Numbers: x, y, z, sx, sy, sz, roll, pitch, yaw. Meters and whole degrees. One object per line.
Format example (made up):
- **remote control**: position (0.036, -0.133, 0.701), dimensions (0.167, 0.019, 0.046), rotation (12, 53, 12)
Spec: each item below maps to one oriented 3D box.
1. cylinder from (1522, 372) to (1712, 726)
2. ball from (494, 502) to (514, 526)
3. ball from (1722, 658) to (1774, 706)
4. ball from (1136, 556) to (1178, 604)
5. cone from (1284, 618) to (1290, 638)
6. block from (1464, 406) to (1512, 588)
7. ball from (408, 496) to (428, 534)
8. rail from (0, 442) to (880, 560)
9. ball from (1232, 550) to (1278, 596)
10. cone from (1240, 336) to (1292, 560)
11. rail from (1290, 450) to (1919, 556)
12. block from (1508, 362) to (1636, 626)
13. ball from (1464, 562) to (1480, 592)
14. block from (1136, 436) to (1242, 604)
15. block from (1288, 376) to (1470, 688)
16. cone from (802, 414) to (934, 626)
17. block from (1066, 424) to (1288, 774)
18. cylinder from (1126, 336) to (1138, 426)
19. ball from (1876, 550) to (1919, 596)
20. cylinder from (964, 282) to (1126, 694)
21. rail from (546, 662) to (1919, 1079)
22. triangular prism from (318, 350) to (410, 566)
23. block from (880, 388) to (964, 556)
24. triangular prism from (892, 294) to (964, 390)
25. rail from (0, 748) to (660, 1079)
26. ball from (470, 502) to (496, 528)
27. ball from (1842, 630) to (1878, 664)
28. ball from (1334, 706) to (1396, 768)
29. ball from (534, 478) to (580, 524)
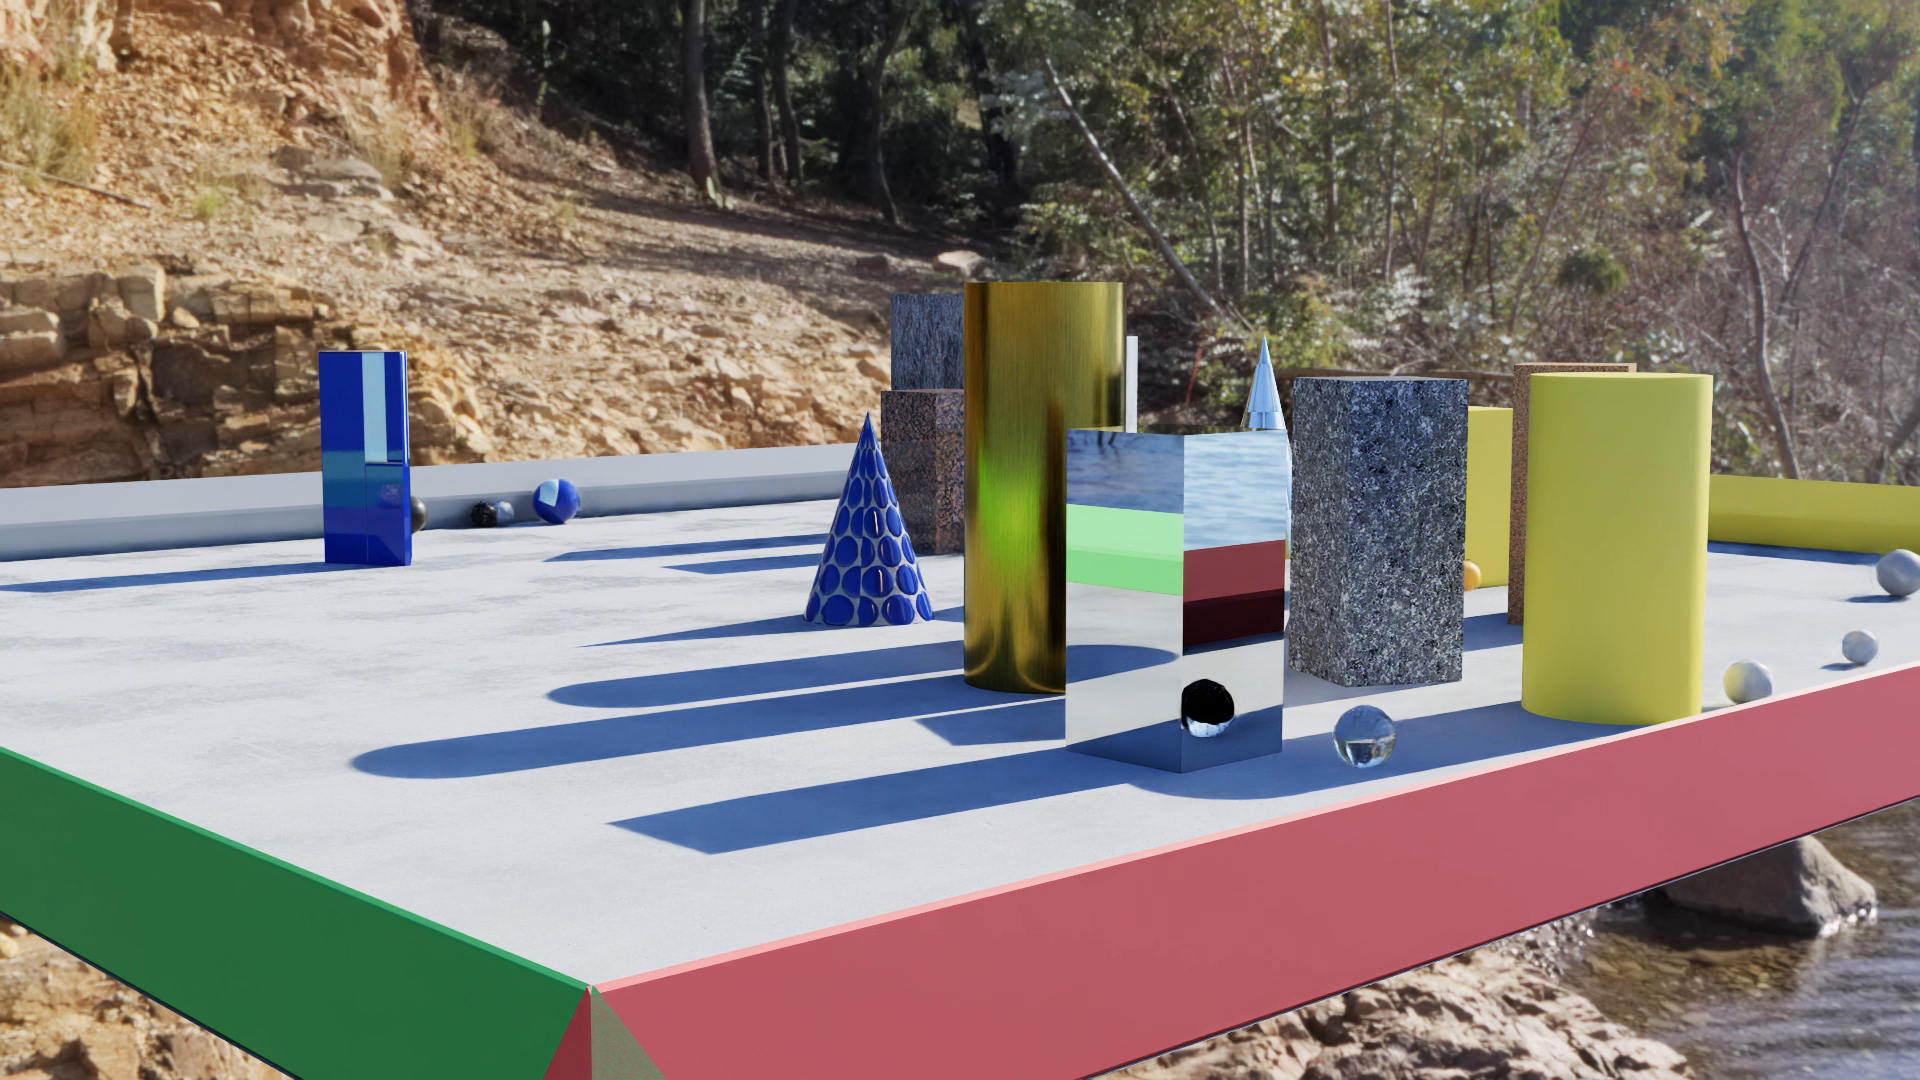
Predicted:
- **cylinder**: position (0.726, 0.004, 2.436), dimensions (0.193, 0.372, 0.193), rotation (0, 6, 0)
- **ball**: position (-0.944, -0.054, 4.535), dimensions (0.049, 0.049, 0.049), rotation (0, 6, 0)
- **ball**: position (0.883, 0.160, 2.463), dimensions (0.055, 0.055, 0.055), rotation (0, 6, 0)
- **ball**: position (0.294, 0.061, 3.324), dimensions (0.072, 0.072, 0.072), rotation (0, 6, 0)
- **cone**: position (0.538, -0.021, 2.980), dimensions (0.193, 0.307, 0.193), rotation (0, 6, 0)
- **block**: position (0.801, -0.072, 3.581), dimensions (0.154, 0.284, 0.154), rotation (-4, 7, -31)
- **ball**: position (-1.095, -0.050, 4.357), dimensions (0.077, 0.077, 0.077), rotation (0, 6, 0)
- **rail**: position (-1.053, -0.087, 4.467), dimensions (3.382, 0.125, 0.045), rotation (-6, 8, -42)
- **ball**: position (0.457, 0.052, 3.416), dimensions (0.071, 0.071, 0.071), rotation (0, 6, 0)
- **cone**: position (0.549, -0.174, 3.988), dimensions (0.193, 0.401, 0.193), rotation (0, 6, 0)
- **rail**: position (1.225, -0.086, 4.457), dimensions (0.045, 0.125, 3.154), rotation (-6, 8, -42)
- **block**: position (0.875, -0.067, 3.141), dimensions (0.154, 0.366, 0.154), rotation (2, 6, 20)
- **ball**: position (0.795, 0.058, 3.467), dimensions (0.049, 0.049, 0.049), rotation (0, 6, 0)
- **block**: position (0.334, -0.035, 3.428), dimensions (0.154, 0.242, 0.154), rotation (4, 7, 35)
- **block**: position (0.506, -0.015, 2.672), dimensions (0.154, 0.361, 0.154), rotation (-2, 6, -17)
- **cone**: position (-0.132, -0.037, 3.171), dimensions (0.193, 0.299, 0.193), rotation (0, 6, 0)
- **block**: position (0.216, 0.052, 2.204), dimensions (0.154, 0.325, 0.154), rotation (-6, 8, -43)
- **cylinder**: position (0.138, -0.066, 2.930), dimensions (0.193, 0.408, 0.193), rotation (0, 6, 0)
- **ball**: position (1.461, 0.051, 3.415), dimensions (0.073, 0.073, 0.073), rotation (0, 6, 0)
- **cylinder**: position (0.101, -0.067, 2.620), dimensions (0.193, 0.475, 0.193), rotation (0, 6, 0)
- **rail**: position (1.053, 0.152, 2.197), dimensions (3.382, 0.125, 0.045), rotation (-6, 8, -42)
- **triangular prism**: position (-1.018, -0.149, 3.895), dimensions (0.167, 0.371, 0.145), rotation (2, 6, 17)
- **block**: position (-0.038, -0.129, 4.072), dimensions (0.154, 0.294, 0.154), rotation (-5, 8, -42)
- **triangular prism**: position (-0.081, -0.255, 4.409), dimensions (0.167, 0.474, 0.145), rotation (-2, 6, -21)
- **rail**: position (-1.225, 0.151, 2.207), dimensions (0.045, 0.125, 3.154), rotation (-6, 8, -42)
- **ball**: position (-0.974, -0.051, 4.494), dimensions (0.051, 0.051, 0.051), rotation (0, 6, 0)
- **ball**: position (1.132, 0.134, 2.765), dimensions (0.044, 0.044, 0.044), rotation (0, 6, 0)
- **ball**: position (0.394, 0.191, 2.140), dimensions (0.061, 0.061, 0.061), rotation (0, 6, 0)
- **ball**: position (-0.839, -0.082, 4.573), dimensions (0.095, 0.095, 0.095), rotation (0, 6, 0)
